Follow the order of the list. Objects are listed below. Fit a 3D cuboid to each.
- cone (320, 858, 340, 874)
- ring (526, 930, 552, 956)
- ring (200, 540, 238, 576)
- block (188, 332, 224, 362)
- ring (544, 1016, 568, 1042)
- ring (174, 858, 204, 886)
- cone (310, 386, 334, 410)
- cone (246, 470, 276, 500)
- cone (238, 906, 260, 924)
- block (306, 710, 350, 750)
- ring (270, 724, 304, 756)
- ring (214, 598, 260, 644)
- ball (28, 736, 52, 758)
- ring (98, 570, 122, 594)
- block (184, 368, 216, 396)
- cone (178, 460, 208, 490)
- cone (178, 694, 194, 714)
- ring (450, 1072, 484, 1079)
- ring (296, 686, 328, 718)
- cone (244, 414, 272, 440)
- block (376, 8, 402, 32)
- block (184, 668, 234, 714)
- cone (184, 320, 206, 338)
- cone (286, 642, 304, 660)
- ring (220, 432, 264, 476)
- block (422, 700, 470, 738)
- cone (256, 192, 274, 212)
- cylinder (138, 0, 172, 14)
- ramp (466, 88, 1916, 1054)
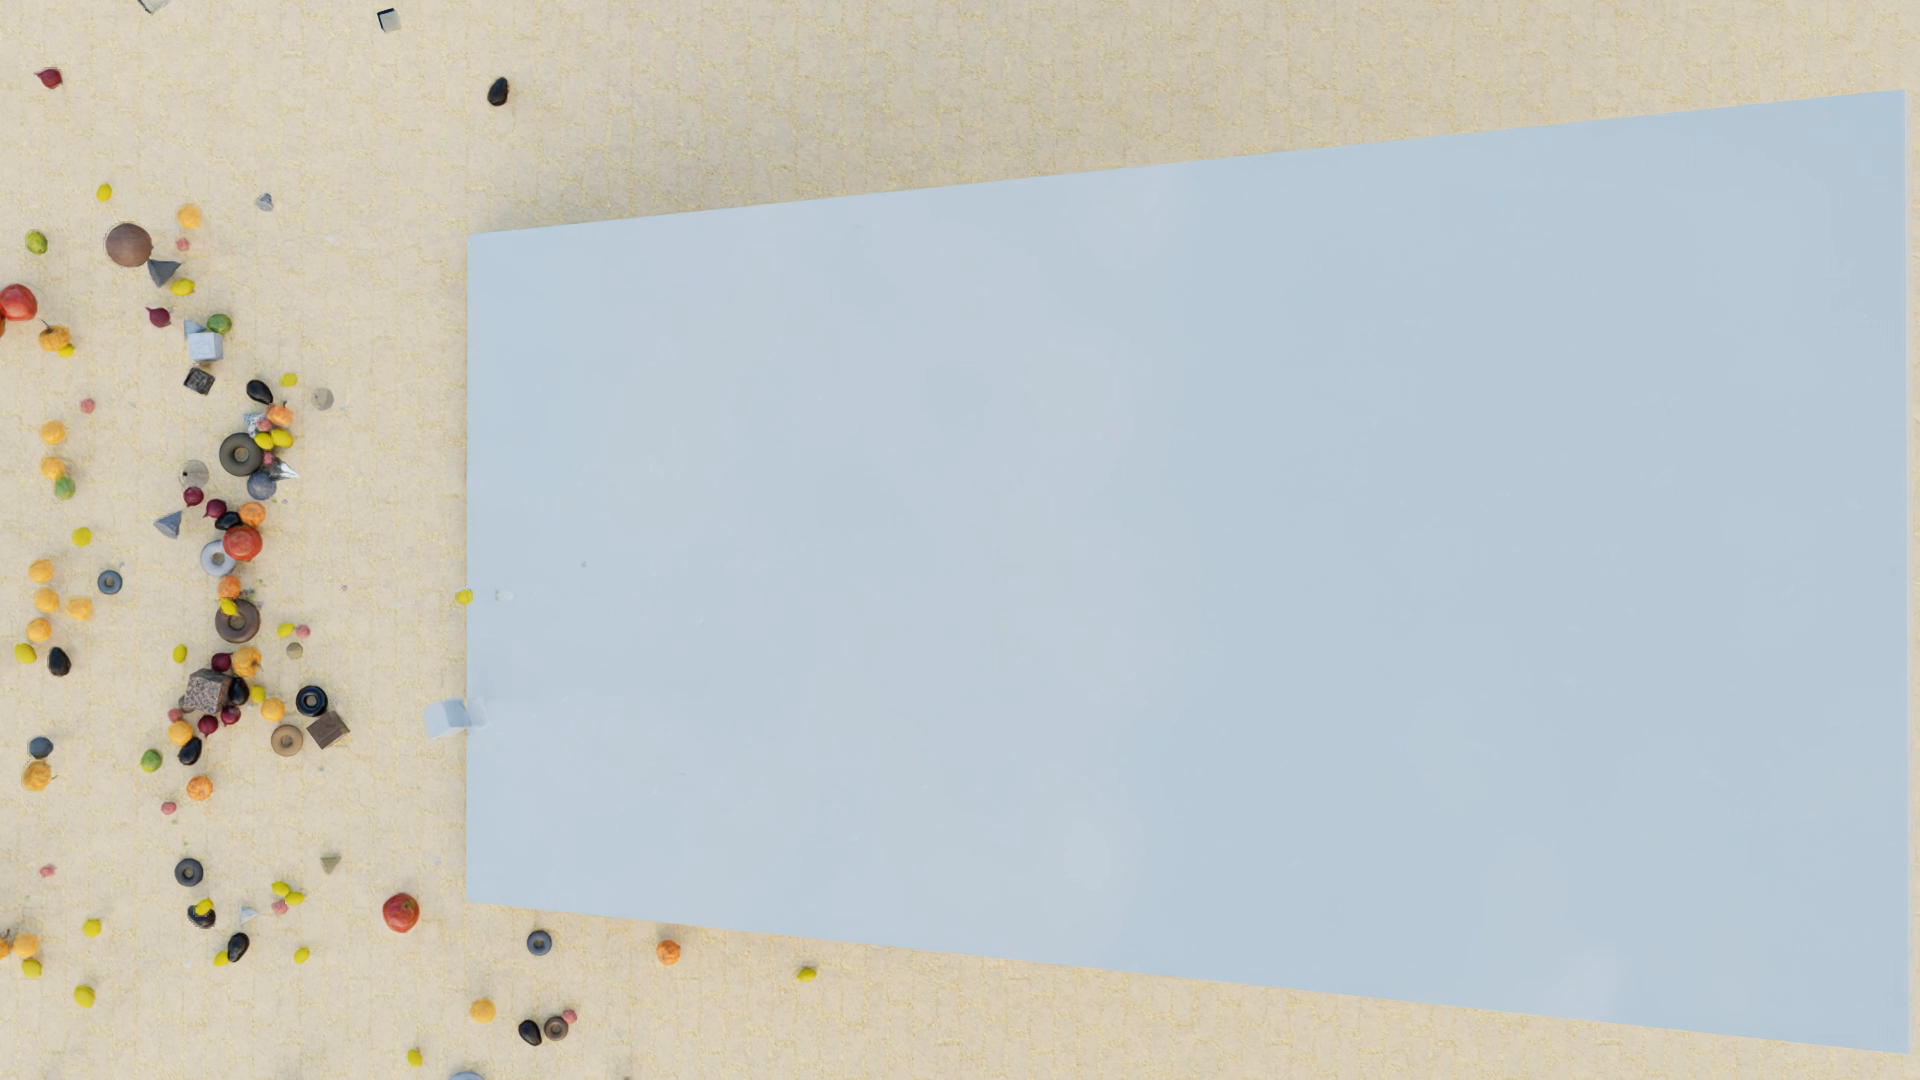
[{"bbox_3d":[-1.899,0.975,6.659,0.060,0.060,0.060,-26,89,-27],"label":"cone"},{"bbox_3d":[-1.274,1.221,6.658,0.077,0.026,0.077,0,88,0],"label":"ring"},{"bbox_3d":[-2.245,0.056,6.663,0.112,0.037,0.112,0,91,-1],"label":"ring"},{"bbox_3d":[-2.280,-0.584,6.649,0.077,0.077,0.077,-4,89,0],"label":"block"},{"bbox_3d":[-1.222,1.479,6.656,0.075,0.025,0.075,0,89,-1],"label":"ring"},{"bbox_3d":[-2.334,1.007,6.658,0.087,0.029,0.087,0,88,-1],"label":"ring"},{"bbox_3d":[-1.940,-0.430,6.650,0.072,0.072,0.072,0,89,0],"label":"cone"},{"bbox_3d":[-2.122,-0.166,6.638,0.092,0.092,0.092,0,89,0],"label":"cone"},{"bbox_3d":[-2.149,1.133,6.659,0.057,0.057,0.057,-2,89,-27],"label":"cone"},{"bbox_3d":[-1.906,0.574,6.637,0.080,0.080,0.080,-36,90,0],"label":"block"},{"bbox_3d":[-2.038,0.608,6.660,0.098,0.033,0.098,0,88,0],"label":"ring"},{"bbox_3d":[-2.187,0.246,6.658,0.137,0.046,0.137,0,90,-1],"label":"ring"},{"bbox_3d":[-2.777,0.627,6.642,0.068,0.068,0.068,0,89,0],"label":"ball"},{"bbox_3d":[-2.578,0.129,6.669,0.075,0.025,0.075,0,91,-1],"label":"ring"},{"bbox_3d":[-2.302,-0.480,6.657,0.060,0.060,0.060,28,90,0],"label":"block"},{"bbox_3d":[-2.331,-0.198,6.636,0.096,0.096,0.096,0,89,0],"label":"cone"},{"bbox_3d":[-2.345,0.497,6.648,0.058,0.058,0.058,0,89,0],"label":"cone"},{"bbox_3d":[-1.491,1.679,6.642,0.146,0.049,0.146,0,89,1],"label":"ring"},{"bbox_3d":[-1.964,0.489,6.661,0.098,0.033,0.098,0,89,1],"label":"ring"},{"bbox_3d":[-2.147,-0.364,6.666,0.086,0.086,0.086,31,89,27],"label":"cone"},{"bbox_3d":[-1.731,-1.576,6.671,0.052,0.052,0.052,-17,89,0],"label":"block"},{"bbox_3d":[-2.263,0.455,6.621,0.099,0.099,0.099,15,99,0],"label":"block"},{"bbox_3d":[-2.319,-0.641,6.674,0.062,0.062,0.062,-5,89,-27],"label":"cone"},{"bbox_3d":[-2.021,0.336,6.653,0.052,0.052,0.052,0,89,0],"label":"cone"},{"bbox_3d":[-2.177,-0.259,6.662,0.135,0.045,0.135,0,88,0],"label":"ring"},{"bbox_3d":[-1.535,0.535,6.575,0.086,0.086,0.086,-28,75,29],"label":"block"},{"bbox_3d":[-2.105,-1.036,6.680,0.055,0.055,0.055,7,63,0],"label":"cone"},{"bbox_3d":[-2.437,-1.654,6.652,0.092,0.092,0.092,-36,90,0],"label":"cylinder"},{"bbox_3d":[0.267,0.074,5.618,4.000,0.100,2.000,0,89,31],"label":"ramp"}]
